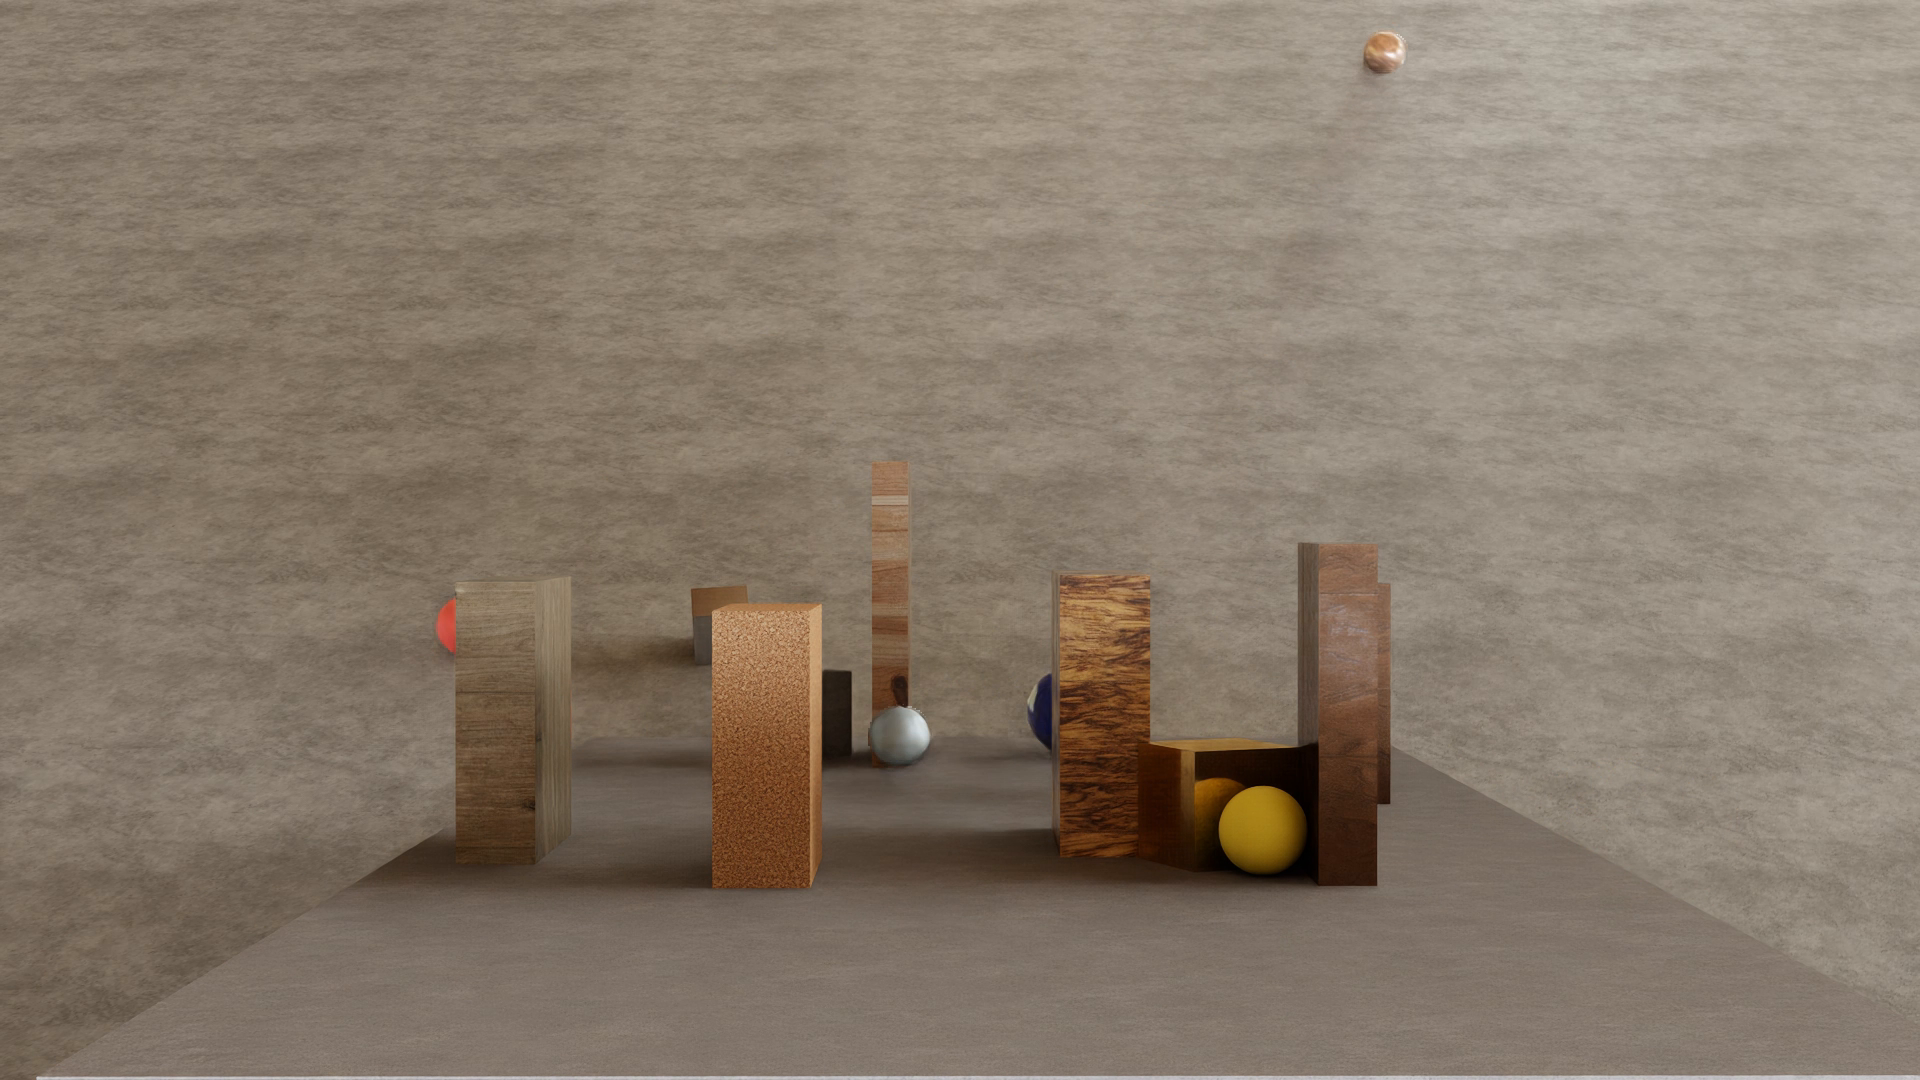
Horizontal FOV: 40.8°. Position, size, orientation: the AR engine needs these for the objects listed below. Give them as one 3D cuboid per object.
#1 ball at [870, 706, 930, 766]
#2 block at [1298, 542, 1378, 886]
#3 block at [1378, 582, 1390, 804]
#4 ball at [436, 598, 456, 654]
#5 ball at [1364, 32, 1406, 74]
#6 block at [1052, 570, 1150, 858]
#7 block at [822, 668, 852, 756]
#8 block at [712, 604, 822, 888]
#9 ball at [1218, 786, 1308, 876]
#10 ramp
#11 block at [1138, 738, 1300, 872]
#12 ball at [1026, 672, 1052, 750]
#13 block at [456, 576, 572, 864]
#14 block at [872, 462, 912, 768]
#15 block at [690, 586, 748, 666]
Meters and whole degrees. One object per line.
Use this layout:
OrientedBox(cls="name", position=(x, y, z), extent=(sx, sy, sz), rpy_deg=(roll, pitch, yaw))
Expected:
OrientedBox(cls="ball", position=(-0.134, 0.435, 5.721), extent=(0.133, 0.133, 0.133), rpy_deg=(0, 28, 0))
OrientedBox(cls="block", position=(0.593, 0.267, 4.074), extent=(0.090, 0.523, 0.245), rpy_deg=(0, 1, 0))
OrientedBox(cls="block", position=(0.779, 0.301, 5.194), extent=(0.133, 0.432, 0.244), rpy_deg=(0, 1, 0))
OrientedBox(cls="ball", position=(-1.356, 0.236, 7.120), extent=(0.169, 0.169, 0.169), rpy_deg=(0, 28, 0))
OrientedBox(cls="ball", position=(1.901, -2.179, 11.571), extent=(0.187, 0.187, 0.187), rpy_deg=(0, 28, 0))
OrientedBox(cls="block", position=(0.241, 0.290, 4.481), extent=(0.150, 0.468, 0.390), rpy_deg=(0, 1, 0))
OrientedBox(cls="block", position=(-0.394, 0.409, 6.143), extent=(0.199, 0.199, 0.199), rpy_deg=(0, 1, -34))
OrientedBox(cls="block", position=(-0.303, 0.317, 4.102), extent=(0.149, 0.422, 0.340), rpy_deg=(0, 1, 0))
OrientedBox(cls="ball", position=(0.478, 0.458, 4.073), extent=(0.141, 0.141, 0.141), rpy_deg=(0, 28, 0))
OrientedBox(cls="ramp", position=(0.064, 0.573, 4.616), extent=(2.000, 0.100, 4.000), rpy_deg=(0, 1, 0))
OrientedBox(cls="block", position=(0.422, 0.431, 4.229), extent=(0.192, 0.192, 0.192), rpy_deg=(0, 1, -24))
OrientedBox(cls="ball", position=(0.259, 0.408, 6.160), extent=(0.201, 0.201, 0.201), rpy_deg=(0, 28, 0))
OrientedBox(cls="block", position=(-0.756, 0.296, 4.398), extent=(0.129, 0.460, 0.394), rpy_deg=(0, 1, 0))
OrientedBox(cls="block", position=(-0.157, 0.166, 5.996), extent=(0.081, 0.688, 0.422), rpy_deg=(0, 1, 0))
OrientedBox(cls="block", position=(-0.659, 0.235, 7.135), extent=(0.155, 0.155, 0.155), rpy_deg=(-3, 29, -6))
